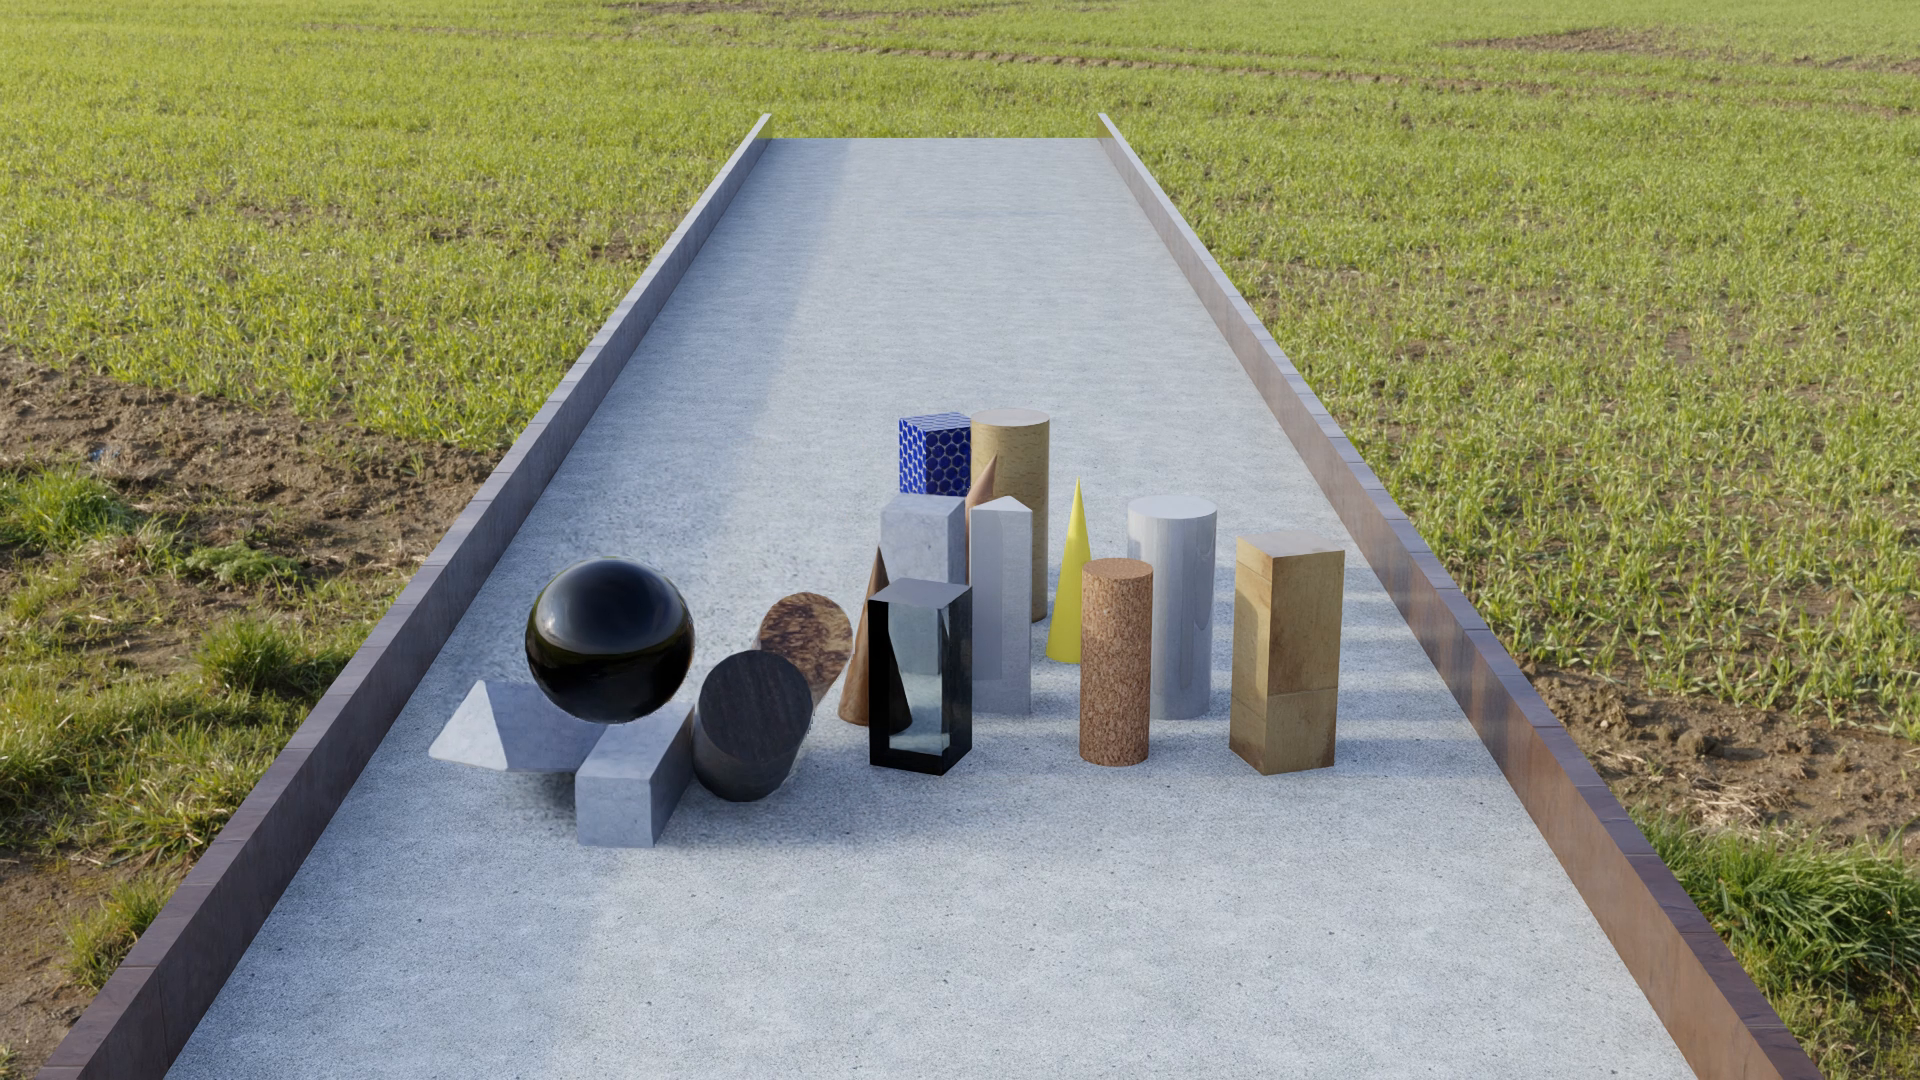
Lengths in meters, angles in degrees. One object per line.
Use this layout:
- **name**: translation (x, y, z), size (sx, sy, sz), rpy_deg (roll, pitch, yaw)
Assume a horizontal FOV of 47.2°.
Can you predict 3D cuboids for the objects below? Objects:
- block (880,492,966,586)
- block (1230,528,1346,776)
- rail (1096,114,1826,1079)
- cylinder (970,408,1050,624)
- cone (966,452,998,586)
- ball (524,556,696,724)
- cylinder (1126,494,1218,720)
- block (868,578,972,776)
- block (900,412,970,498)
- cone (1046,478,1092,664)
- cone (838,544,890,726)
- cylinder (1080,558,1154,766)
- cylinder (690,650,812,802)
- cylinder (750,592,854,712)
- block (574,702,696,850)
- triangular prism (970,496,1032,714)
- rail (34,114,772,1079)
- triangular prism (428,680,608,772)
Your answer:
- **block**: translation (-0.073, 0.079, 4.407), size (0.138, 0.315, 0.138), rpy_deg (4, 17, 14)
- **block**: translation (0.573, 0.196, 3.868), size (0.138, 0.399, 0.138), rpy_deg (-6, 17, -18)
- **rail**: translation (0.932, -0.844, 7.801), size (0.050, 0.150, 12.000), rpy_deg (0, 17, -1)
- **cylinder**: translation (0.105, -0.050, 4.639), size (0.166, 0.431, 0.166), rpy_deg (0, 17, 0)
- **cone**: translation (0.014, -0.015, 4.528), size (0.177, 0.389, 0.177), rpy_deg (17, 23, -8)
- **ball**: translation (-0.554, 0.159, 3.490), size (0.267, 0.267, 0.267), rpy_deg (0, 17, 0)
- **cylinder**: translation (0.393, 0.125, 4.119), size (0.165, 0.391, 0.165), rpy_deg (0, 17, 0)
- **block**: translation (-0.069, 0.239, 3.882), size (0.139, 0.308, 0.139), rpy_deg (7, 18, 22)
- **block**: translation (-0.040, -0.086, 4.878), size (0.141, 0.364, 0.141), rpy_deg (-8, 18, -24)
- **cone**: translation (0.234, 0.049, 4.403), size (0.122, 0.375, 0.122), rpy_deg (0, 17, 0)
- **cone**: translation (-0.149, 0.164, 4.093), size (0.163, 0.331, 0.163), rpy_deg (0, 17, 0)
- **cylinder**: translation (0.276, 0.216, 3.890), size (0.124, 0.348, 0.124), rpy_deg (0, 17, 0)
- **cylinder**: translation (-0.344, 0.308, 3.574), size (0.176, 0.176, 0.379), rpy_deg (-3, -16, -10)
- **cylinder**: translation (-0.290, 0.216, 3.774), size (0.153, 0.153, 0.441), rpy_deg (-4, -14, -12)
- **block**: translation (-0.540, 0.390, 3.702), size (0.123, 0.123, 0.346), rpy_deg (2, 17, 5)
- **triangular prism**: translation (0.083, 0.121, 4.124), size (0.115, 0.396, 0.100), rpy_deg (3, 17, 9)
- **rail**: translation (-1.118, -0.838, 7.780), size (0.050, 0.150, 12.000), rpy_deg (0, 17, -1)
- **triangular prism**: translation (-0.721, 0.312, 3.726), size (0.156, 0.135, 0.343), rpy_deg (8, -3, 24)
